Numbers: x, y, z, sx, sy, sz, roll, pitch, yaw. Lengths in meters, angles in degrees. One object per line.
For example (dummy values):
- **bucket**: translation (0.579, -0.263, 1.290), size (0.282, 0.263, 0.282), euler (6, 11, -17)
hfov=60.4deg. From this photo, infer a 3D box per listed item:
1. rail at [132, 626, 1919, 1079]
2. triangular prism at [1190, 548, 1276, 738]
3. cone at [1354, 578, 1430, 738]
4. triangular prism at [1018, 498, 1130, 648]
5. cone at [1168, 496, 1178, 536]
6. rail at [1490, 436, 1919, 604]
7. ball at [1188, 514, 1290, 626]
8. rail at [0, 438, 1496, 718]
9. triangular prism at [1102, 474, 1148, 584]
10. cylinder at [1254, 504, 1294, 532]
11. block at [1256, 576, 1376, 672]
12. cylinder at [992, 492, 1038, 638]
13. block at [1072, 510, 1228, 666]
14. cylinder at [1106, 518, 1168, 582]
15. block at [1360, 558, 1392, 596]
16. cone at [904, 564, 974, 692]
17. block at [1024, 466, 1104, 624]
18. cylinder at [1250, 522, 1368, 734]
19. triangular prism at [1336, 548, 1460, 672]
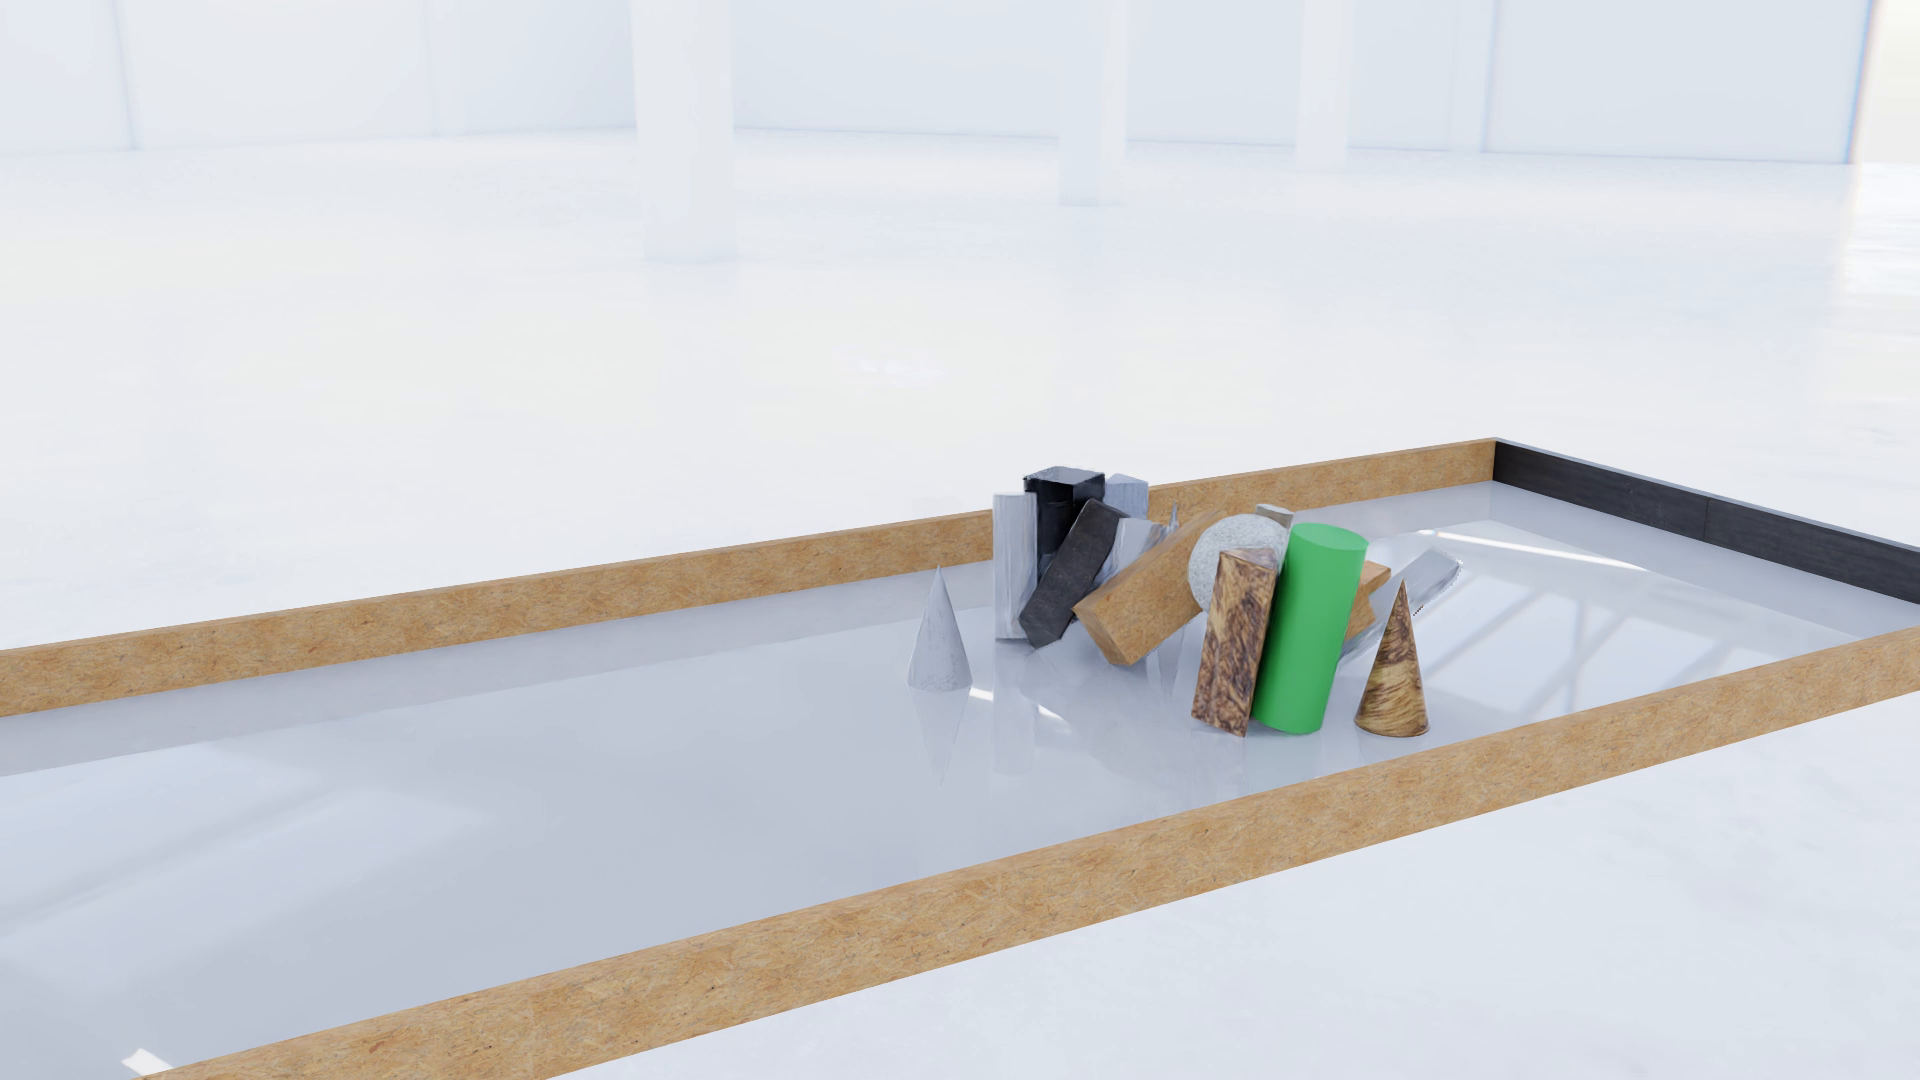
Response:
- **rail**: translation (-2.336, 1.006, 1.665), size (12.000, 0.150, 0.050), euler (-9, 18, -27)
- **triangular prism**: translation (0.658, 0.226, 3.813), size (0.143, 0.420, 0.123), euler (21, 25, 32)
- **cone**: translation (1.018, 0.257, 3.836), size (0.176, 0.364, 0.176), euler (0, 16, 0)
- **triangular prism**: translation (0.292, 0.078, 4.424), size (0.123, 0.106, 0.445), euler (-29, 24, 55)
- **cone**: translation (0.594, 0.041, 4.610), size (0.103, 0.342, 0.103), euler (0, 16, 0)
- **rail**: translation (2.466, -0.048, 5.253), size (0.050, 0.150, 2.100), euler (-9, 18, -27)
- **ball**: translation (0.693, 0.077, 3.982), size (0.280, 0.280, 0.280), euler (0, 16, 0)
- **rail**: translation (-3.305, 0.497, 3.399), size (12.000, 0.150, 0.050), euler (-9, 18, -27)
- **triangular prism**: translation (0.471, -0.025, 4.861), size (0.137, 0.326, 0.119), euler (-2, 16, -6)
- **cylinder**: translation (0.778, 0.097, 4.341), size (0.100, 0.373, 0.100), euler (14, 11, -3)
- **block**: translation (0.843, 0.198, 4.109), size (0.319, 0.157, 0.157), euler (-33, 37, -7)
- **cylinder**: translation (0.149, 0.066, 4.422), size (0.120, 0.383, 0.120), euler (-1, 5, 0)
- **block**: translation (0.526, 0.121, 4.216), size (0.429, 0.176, 0.176), euler (-36, 5, -11)
- **cylinder**: translation (0.458, 0.108, 4.381), size (0.133, 0.315, 0.133), euler (12, -6, 1)
- **block**: translation (0.971, 0.188, 4.326), size (0.363, 0.101, 0.101), euler (-30, 28, -22)
- **cone**: translation (-0.052, 0.204, 4.118), size (0.174, 0.307, 0.174), euler (0, 16, 0)
- **block**: translation (0.290, 0.010, 4.617), size (0.161, 0.396, 0.161), euler (11, 20, 34)
- **cylinder**: translation (0.803, 0.203, 3.814), size (0.174, 0.456, 0.174), euler (9, 20, -3)
- **triangular prism**: translation (1.070, 0.174, 4.189), size (0.432, 0.106, 0.092), euler (-35, 67, -15)
